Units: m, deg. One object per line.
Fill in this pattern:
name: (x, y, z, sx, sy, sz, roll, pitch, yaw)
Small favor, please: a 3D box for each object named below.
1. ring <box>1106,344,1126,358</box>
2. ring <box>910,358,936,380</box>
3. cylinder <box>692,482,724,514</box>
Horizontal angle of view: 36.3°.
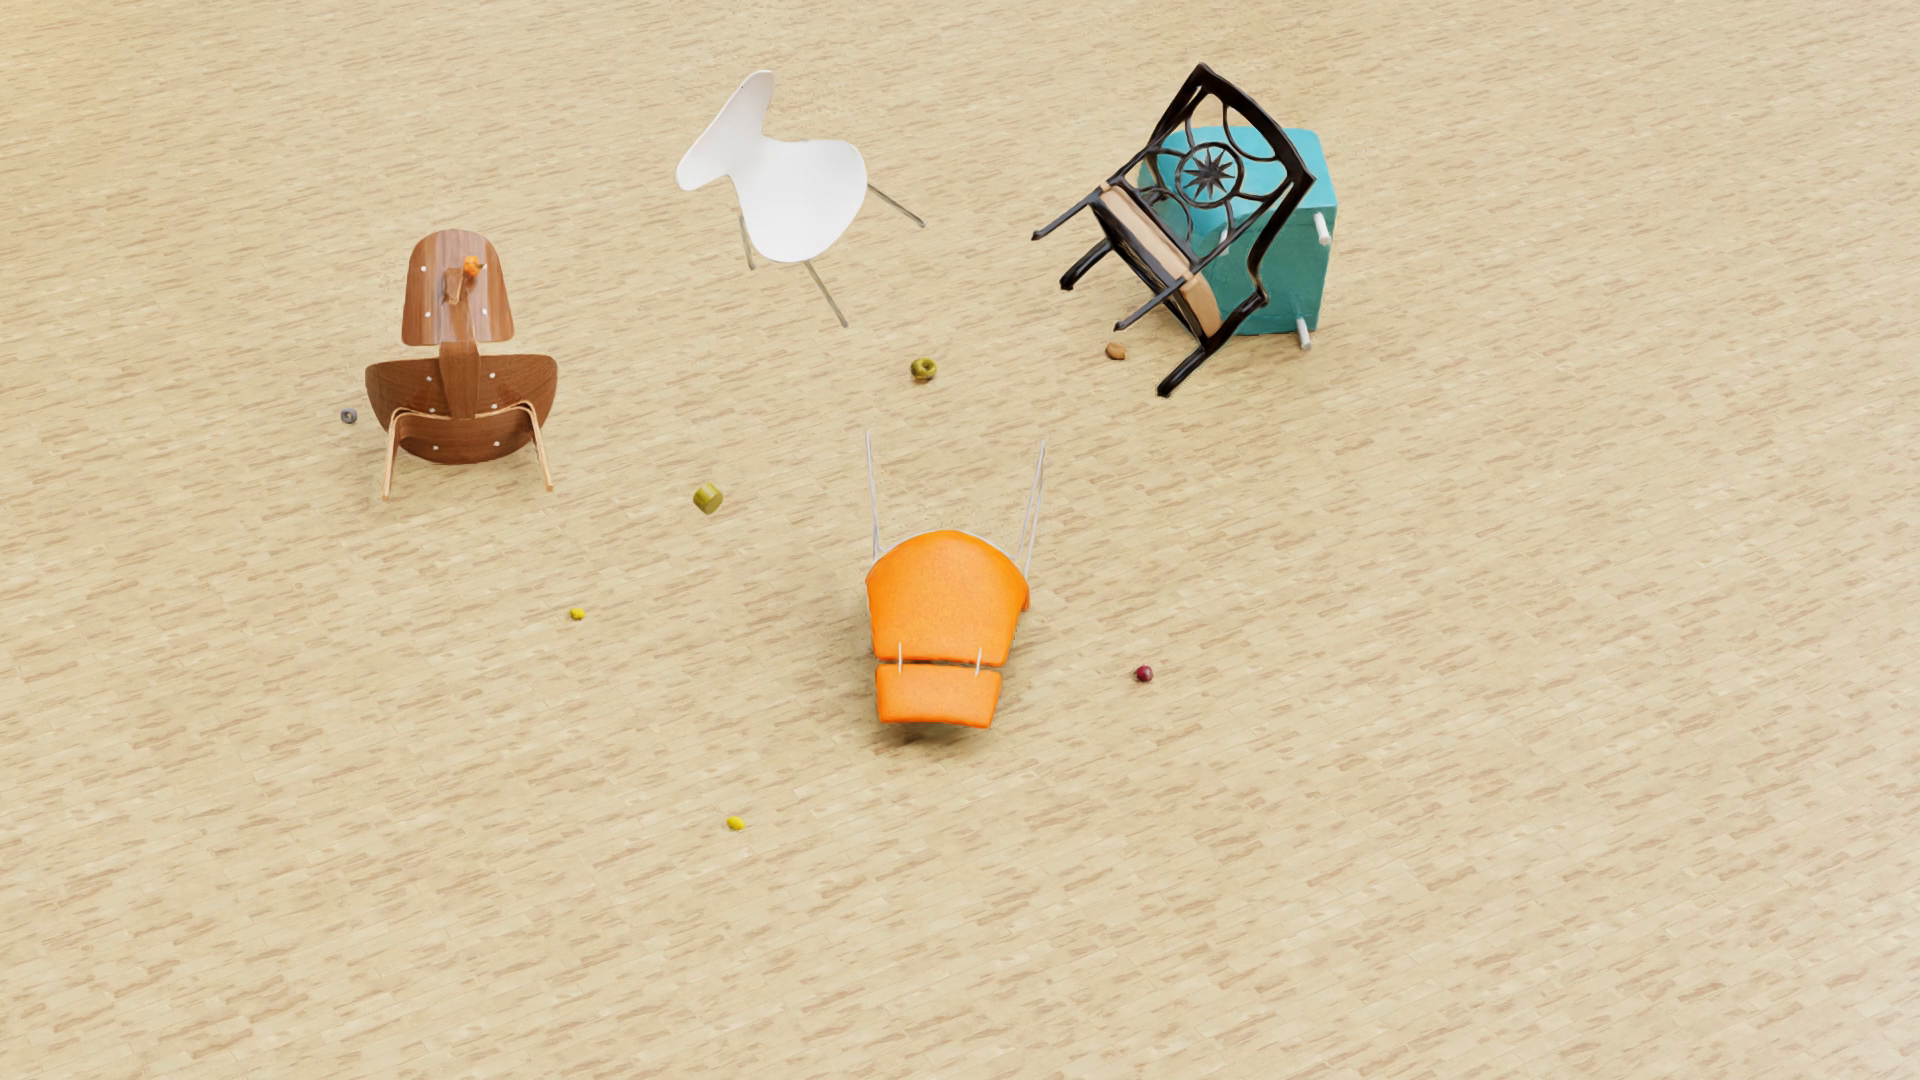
ring: (0.643, -0.780, 12.080, 0.087, 0.042, 0.080, 29, 29, 24)
ring: (-0.149, -0.696, 11.920, 0.125, 0.085, 0.058, 0, -13, -45)
cylinder: (-0.944, -0.155, 10.987, 0.065, 0.105, 0.094, 43, 41, 21)
